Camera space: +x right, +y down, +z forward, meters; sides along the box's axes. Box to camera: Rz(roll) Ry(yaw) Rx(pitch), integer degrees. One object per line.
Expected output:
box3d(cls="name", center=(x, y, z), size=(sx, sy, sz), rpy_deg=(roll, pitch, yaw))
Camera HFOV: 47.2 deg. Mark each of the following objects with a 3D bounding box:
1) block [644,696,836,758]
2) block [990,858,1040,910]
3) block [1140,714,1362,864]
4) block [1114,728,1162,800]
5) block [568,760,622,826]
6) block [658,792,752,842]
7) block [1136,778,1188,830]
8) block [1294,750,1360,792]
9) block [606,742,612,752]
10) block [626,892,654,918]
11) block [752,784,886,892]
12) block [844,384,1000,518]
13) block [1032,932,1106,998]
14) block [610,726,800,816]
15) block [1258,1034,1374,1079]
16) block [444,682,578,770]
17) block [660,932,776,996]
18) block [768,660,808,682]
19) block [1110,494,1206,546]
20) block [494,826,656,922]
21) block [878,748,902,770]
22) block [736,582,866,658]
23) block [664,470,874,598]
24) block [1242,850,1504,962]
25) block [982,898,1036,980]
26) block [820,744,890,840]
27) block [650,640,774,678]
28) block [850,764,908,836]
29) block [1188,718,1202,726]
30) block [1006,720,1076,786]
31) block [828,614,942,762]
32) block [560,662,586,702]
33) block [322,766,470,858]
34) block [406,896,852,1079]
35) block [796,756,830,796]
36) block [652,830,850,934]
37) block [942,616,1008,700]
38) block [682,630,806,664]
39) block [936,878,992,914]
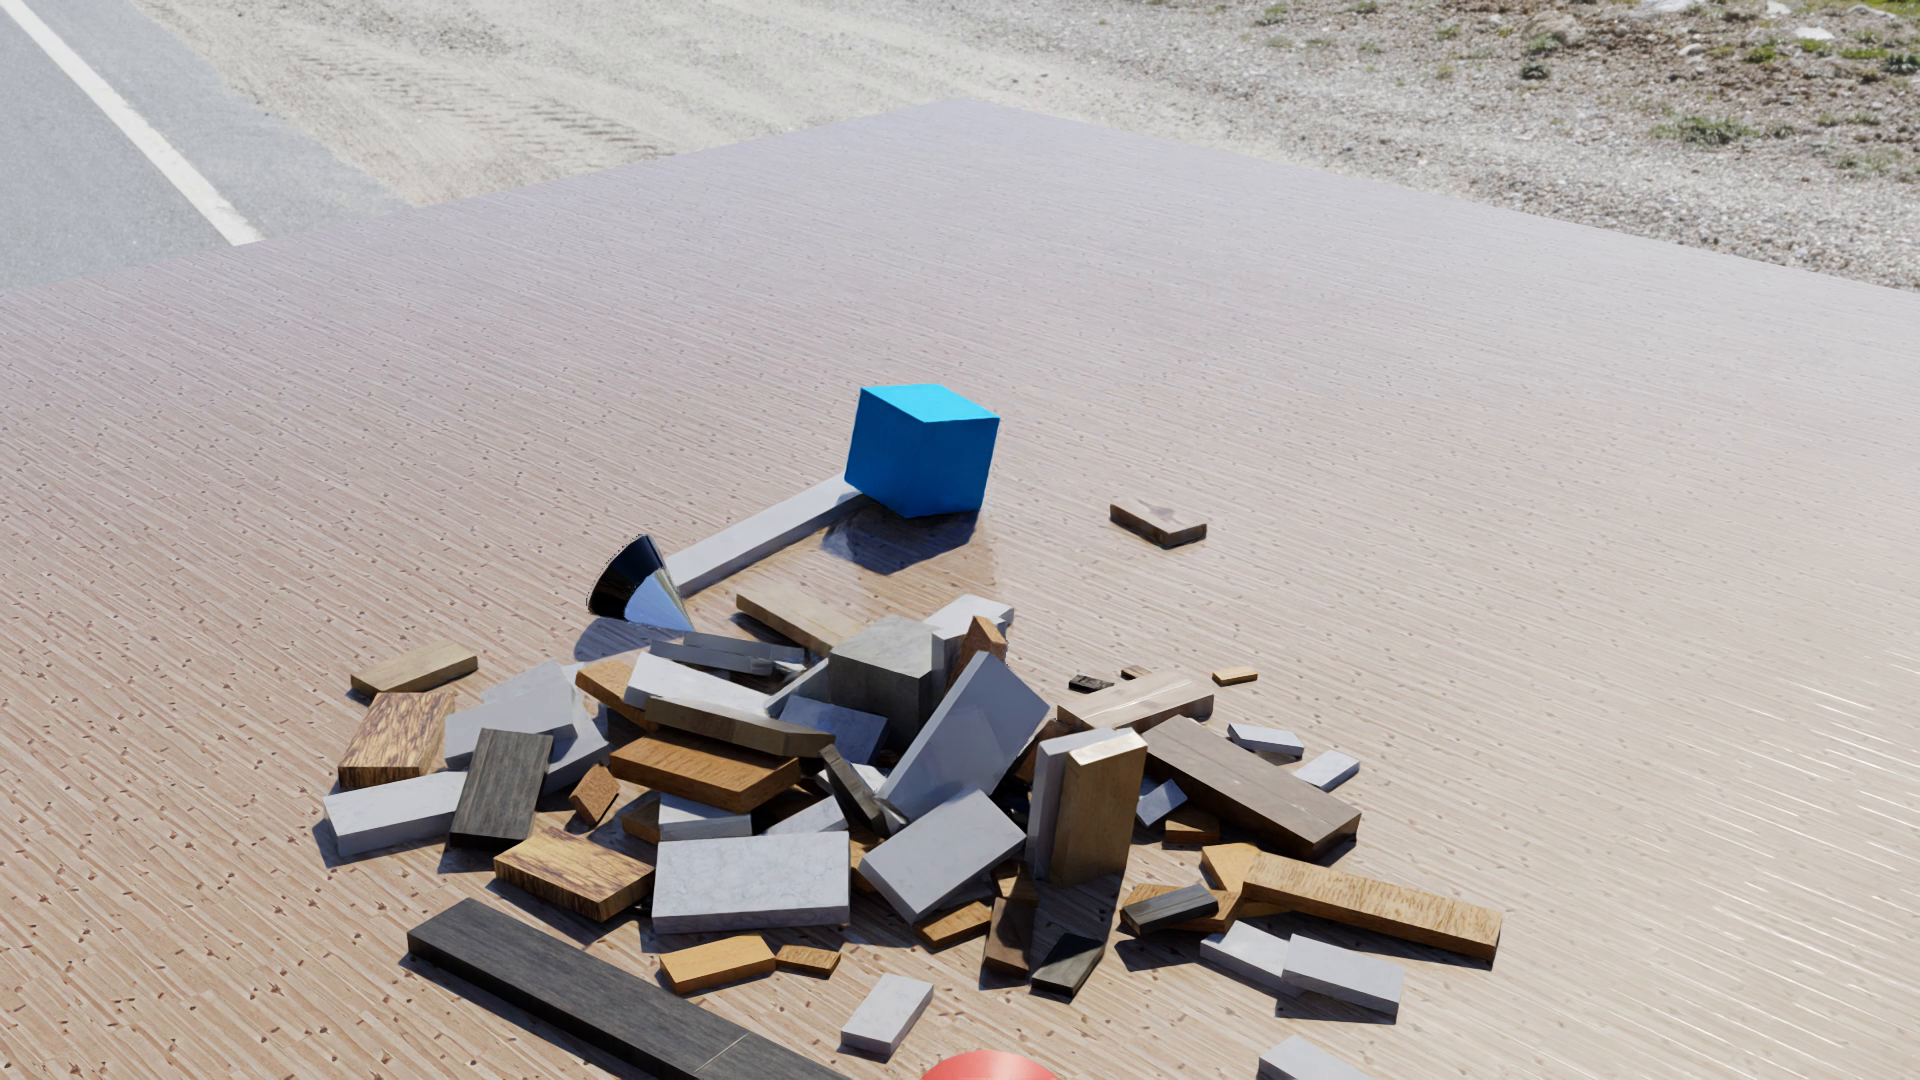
box3d(cls="block", center=(-0.451, 0.382, 4.497), size=(0.367, 0.048, 0.168), rpy_deg=(11, 0, 34))
box3d(cls="block", center=(0.101, 0.651, 4.179), size=(0.071, 0.020, 0.141), rpy_deg=(8, 22, -14))
box3d(cls="block", center=(0.566, 0.497, 4.429), size=(0.454, 0.051, 0.180), rpy_deg=(27, 31, 33))
box3d(cls="block", center=(0.363, 0.471, 4.547), size=(0.084, 0.024, 0.303), rpy_deg=(-7, 23, -13))
box3d(cls="block", center=(-0.740, 0.512, 4.462), size=(0.020, 0.072, 0.144), rpy_deg=(-29, 14, 21))
box3d(cls="block", center=(-0.510, 0.496, 4.425), size=(0.175, 0.050, 0.398), rpy_deg=(-5, 19, -4))
box3d(cls="block", center=(0.397, 0.527, 4.391), size=(0.108, 0.015, 0.054), rpy_deg=(-30, 65, -25))
box3d(cls="block", center=(0.762, 0.485, 4.591), size=(0.075, 0.021, 0.149), rpy_deg=(19, 30, 38))
box3d(cls="block", center=(-0.813, 0.441, 4.660), size=(0.144, 0.020, 0.072), rpy_deg=(6, 21, 41))
box3d(cls="block", center=(-0.565, 0.663, 4.176), size=(0.064, 0.018, 0.174), rpy_deg=(8, 24, 18))
box3d(cls="block", center=(-0.261, 0.577, 4.312), size=(0.117, 0.033, 0.451), rpy_deg=(-12, 22, -36))
box3d(cls="block", center=(-0.104, -0.244, 5.909), size=(0.268, 0.268, 0.268), rpy_deg=(-7, 27, -41))
box3d(cls="block", center=(0.195, 0.761, 3.939), size=(0.079, 0.022, 0.157), rpy_deg=(10, 25, 22))
box3d(cls="block", center=(-0.511, 0.455, 4.394), size=(0.351, 0.050, 0.175), rpy_deg=(11, 24, 35))
box3d(cls="block", center=(0.595, 0.887, 3.635), size=(0.093, 0.026, 0.186), rpy_deg=(-20, 30, -38))
box3d(cls="block", center=(-0.938, 0.389, 4.596), size=(0.274, 0.039, 0.137), rpy_deg=(-15, 37, -1))
box3d(cls="block", center=(-0.435, 0.758, 3.941), size=(0.186, 0.026, 0.093), rpy_deg=(-10, 25, -23))
box3d(cls="block", center=(-0.403, 0.290, 5.057), size=(0.058, 0.016, 0.116), rpy_deg=(-14, 27, -29))
box3d(cls="block", center=(0.527, -0.055, 5.845), size=(0.126, 0.036, 0.251), rpy_deg=(-15, 27, -31))
box3d(cls="block", center=(-0.732, 0.634, 4.188), size=(0.297, 0.042, 0.148), rpy_deg=(14, 28, 37))
box3d(cls="block", center=(-0.110, 0.498, 4.478), size=(0.024, 0.084, 0.168), rpy_deg=(-14, 27, -32))
box3d(cls="block", center=(-0.319, 0.212, 5.166), size=(0.137, 0.039, 0.563), rpy_deg=(-12, 23, -35))
box3d(cls="block", center=(-0.479, -0.036, 5.797), size=(0.139, 0.039, 1.033), rpy_deg=(15, 27, 32))
box3d(cls="block", center=(0.763, 0.676, 4.078), size=(0.466, 0.033, 0.118), rpy_deg=(12, 26, 17))
box3d(cls="block", center=(0.090, 0.723, 3.999), size=(0.079, 0.022, 0.196), rpy_deg=(19, 24, -2))
box3d(cls="block", center=(-0.207, 0.508, 4.355), size=(0.030, 0.104, 0.209), rpy_deg=(-29, 49, -16))
box3d(cls="block", center=(-0.566, 0.270, 5.006), size=(0.251, 0.036, 0.126), rpy_deg=(9, -5, 19))
box3d(cls="block", center=(-0.137, 0.523, 4.391), size=(0.104, 0.030, 0.209), rpy_deg=(14, 21, -40))
box3d(cls="block", center=(0.507, 0.431, 4.617), size=(0.075, 0.021, 0.149), rpy_deg=(-21, 40, -32))
box3d(cls="block", center=(0.159, 0.419, 4.336), size=(0.141, 0.020, 0.071), rpy_deg=(-48, 30, -17))
box3d(cls="block", center=(-0.118, 0.327, 4.697), size=(0.229, 0.229, 0.229), rpy_deg=(14, 27, 30))
box3d(cls="block", center=(-0.901, 0.360, 4.823), size=(0.139, 0.039, 0.277), rpy_deg=(-13, 23, 3))
box3d(cls="block", center=(-1.096, 0.541, 4.425), size=(0.336, 0.048, 0.168), rpy_deg=(-10, 25, -23))
box3d(cls="block", center=(-0.543, 0.827, 3.758), size=(1.036, 0.042, 0.148), rpy_deg=(16, 28, 33))
box3d(cls="block", center=(-0.323, 0.481, 4.584), size=(0.234, 0.033, 0.117), rpy_deg=(6, 24, 13))
box3d(cls="block", center=(-0.385, 0.637, 4.096), size=(0.359, 0.051, 0.180), rpy_deg=(-4, 41, 1))
box3d(cls="block", center=(0.000, 0.348, 4.476), size=(0.036, 0.373, 0.127), rpy_deg=(14, 18, -22))
box3d(cls="block", center=(-0.495, 0.246, 5.031), size=(0.254, 0.036, 0.127), rpy_deg=(7, -3, 33))
box3d(cls="block", center=(-0.001, 0.668, 4.144), size=(0.113, 0.016, 0.056), rpy_deg=(-13, 45, -27))
